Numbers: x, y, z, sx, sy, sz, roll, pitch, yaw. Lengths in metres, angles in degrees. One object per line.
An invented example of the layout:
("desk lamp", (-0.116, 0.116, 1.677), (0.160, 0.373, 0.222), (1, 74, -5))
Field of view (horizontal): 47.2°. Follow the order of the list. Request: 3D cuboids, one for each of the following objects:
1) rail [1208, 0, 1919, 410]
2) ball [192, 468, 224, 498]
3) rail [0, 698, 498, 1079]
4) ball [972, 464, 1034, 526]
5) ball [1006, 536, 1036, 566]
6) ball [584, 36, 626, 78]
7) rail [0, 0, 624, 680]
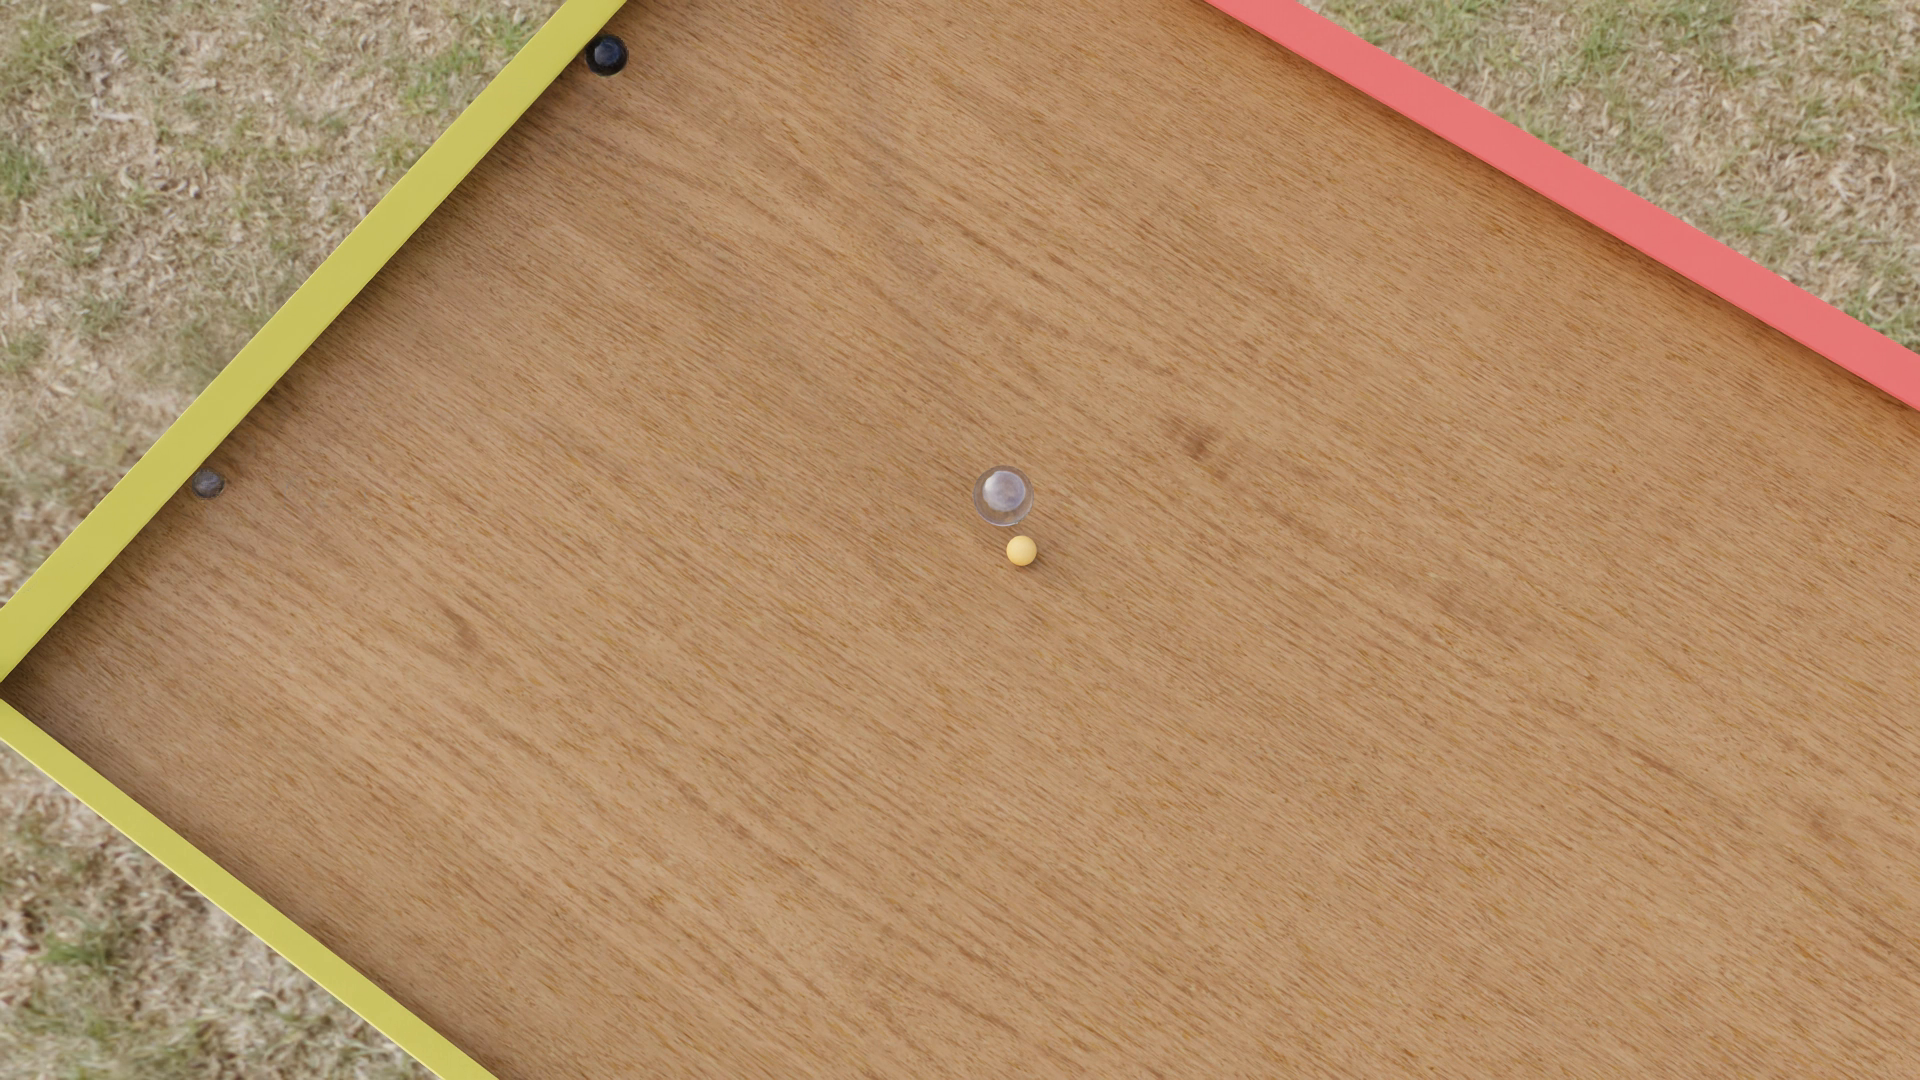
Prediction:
("rail", (1.533, -0.244, 3.558), (4.420, 0.127, 0.045), (33, 72, 13))
("ball", (-1.210, -0.091, 3.539), (0.050, 0.050, 0.050), (0, 68, 0))
("rail", (0.270, 1.407, 2.887), (4.420, 0.127, 0.045), (33, 72, 13))
("ball", (0.069, -0.071, 3.504), (0.098, 0.098, 0.098), (0, 68, 0))
("ball", (0.098, 0.017, 3.495), (0.048, 0.048, 0.048), (0, 68, 0))
("ball", (-0.617, -0.841, 3.832), (0.072, 0.072, 0.072), (0, 68, 0))
("rail", (-0.882, -0.590, 3.698), (0.045, 0.127, 2.232), (33, 72, 13))
